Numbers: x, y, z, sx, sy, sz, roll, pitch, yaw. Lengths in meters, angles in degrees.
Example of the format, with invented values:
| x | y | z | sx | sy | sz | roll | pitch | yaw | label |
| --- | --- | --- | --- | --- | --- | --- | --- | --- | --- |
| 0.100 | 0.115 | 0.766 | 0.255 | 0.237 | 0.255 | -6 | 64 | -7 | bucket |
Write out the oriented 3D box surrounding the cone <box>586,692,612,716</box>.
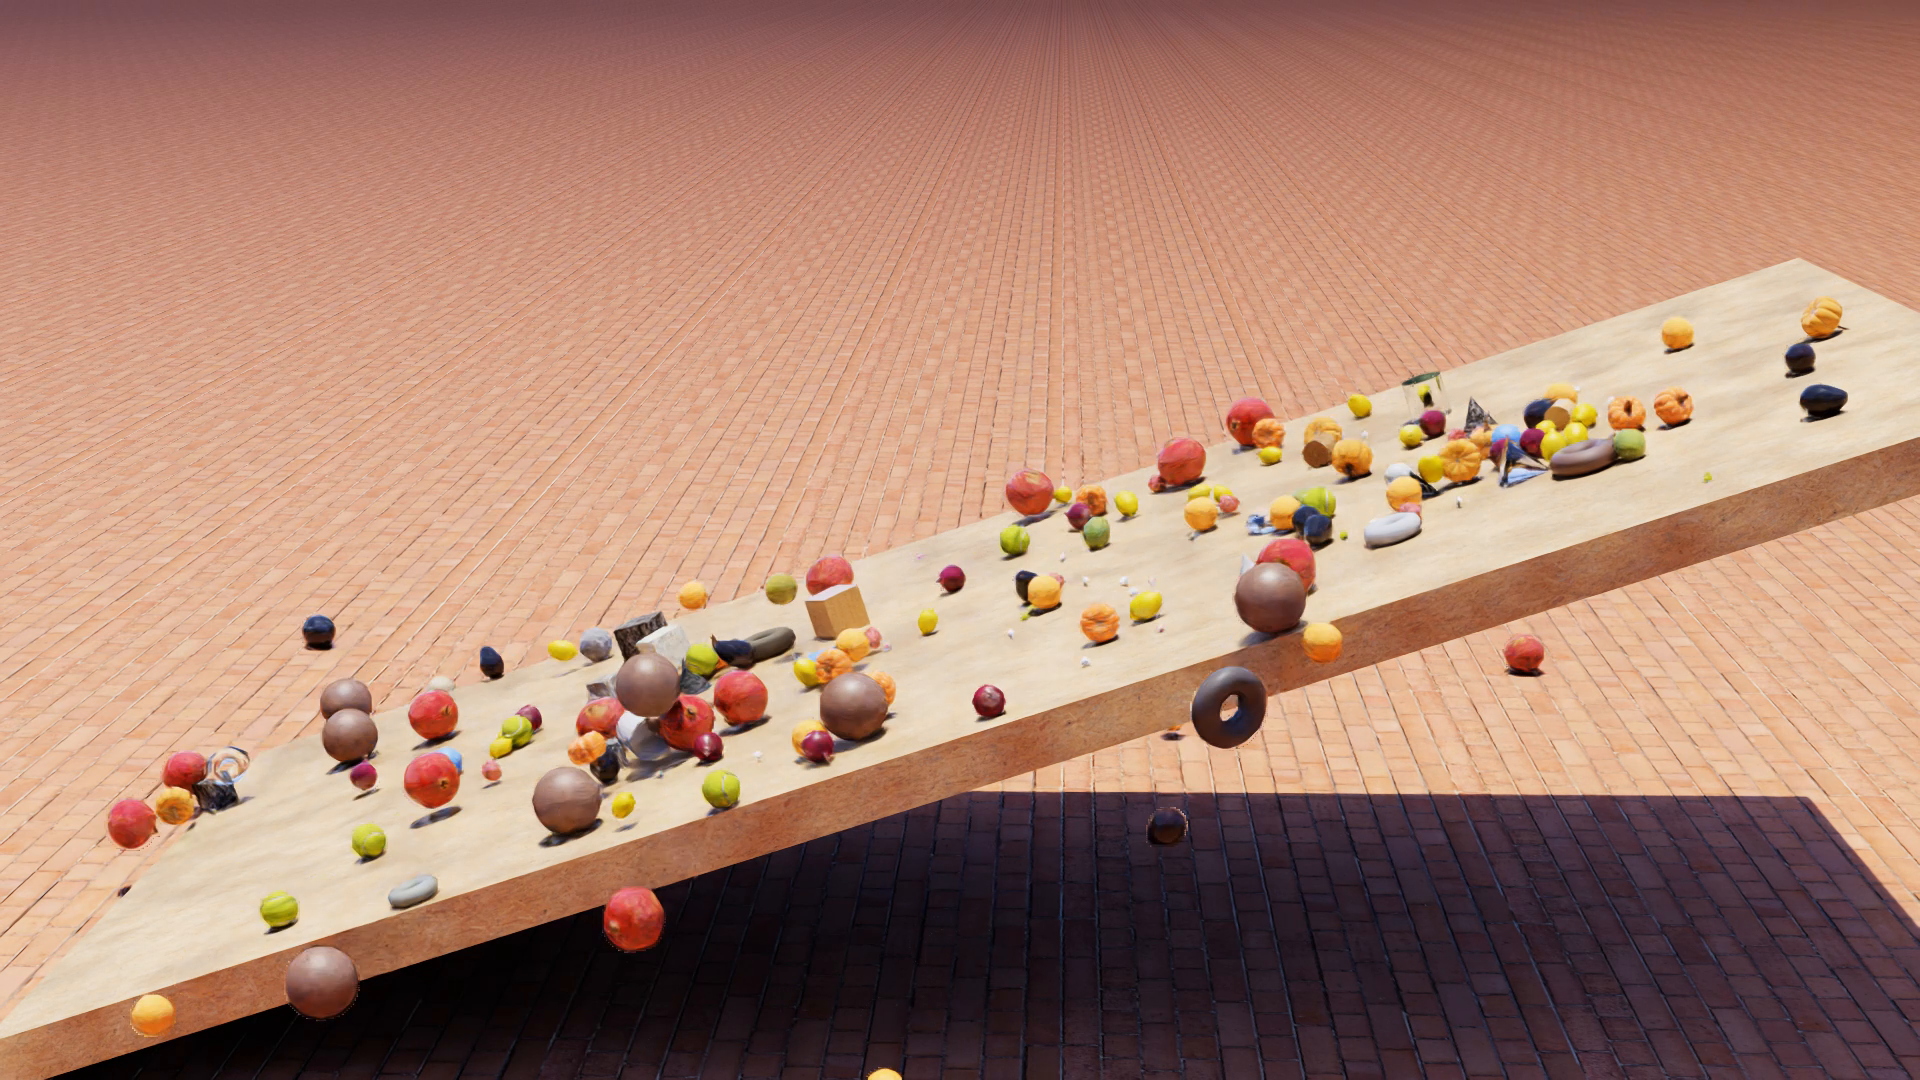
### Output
| x | y | z | sx | sy | sz | roll | pitch | yaw | label |
| --- | --- | --- | --- | --- | --- | --- | --- | --- | --- |
| -0.804 | 0.370 | 6.576 | 0.058 | 0.058 | 0.058 | 7 | 11 | -11 | cone |

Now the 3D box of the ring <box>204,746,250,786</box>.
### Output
| x | y | z | sx | sy | sz | roll | pitch | yaw | label |
| --- | --- | --- | --- | --- | --- | --- | --- | --- | --- |
| -1.721 | 0.531 | 6.906 | 0.108 | 0.108 | 0.036 | -8 | 40 | -32 | ring |

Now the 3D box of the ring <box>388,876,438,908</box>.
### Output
| x | y | z | sx | sy | sz | roll | pitch | yaw | label |
| --- | --- | --- | --- | --- | --- | --- | --- | --- | --- |
| -1.020 | 0.656 | 5.488 | 0.097 | 0.032 | 0.097 | -19 | 12 | 4 | ring |

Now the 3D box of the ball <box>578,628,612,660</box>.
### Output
| x | y | z | sx | sy | sz | roll | pitch | yaw | label |
| --- | --- | --- | --- | --- | --- | --- | --- | --- | --- |
| -0.886 | 0.253 | 7.156 | 0.081 | 0.081 | 0.081 | 0 | 12 | 0 | ball |

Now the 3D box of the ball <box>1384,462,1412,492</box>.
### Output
| x | y | z | sx | sy | sz | roll | pitch | yaw | label |
| --- | --- | --- | --- | --- | --- | --- | --- | --- | --- |
| 0.905 | -0.130 | 6.063 | 0.060 | 0.060 | 0.060 | 0 | 12 | 0 | ball |

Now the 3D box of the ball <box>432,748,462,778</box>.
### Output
| x | y | z | sx | sy | sz | roll | pitch | yaw | label |
| --- | --- | --- | --- | --- | --- | --- | --- | --- | --- |
| -1.120 | 0.486 | 6.423 | 0.066 | 0.066 | 0.066 | 0 | 12 | 0 | ball |

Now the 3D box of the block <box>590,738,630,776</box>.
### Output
| x | y | z | sx | sy | sz | roll | pitch | yaw | label |
| --- | --- | --- | --- | --- | --- | --- | --- | --- | --- |
| -0.713 | 0.440 | 5.991 | 0.054 | 0.054 | 0.054 | -22 | 11 | -15 | block |

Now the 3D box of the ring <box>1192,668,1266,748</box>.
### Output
| x | y | z | sx | sy | sz | roll | pitch | yaw | label |
| --- | --- | --- | --- | --- | --- | --- | --- | --- | --- |
| 0.469 | 0.291 | 5.117 | 0.148 | 0.148 | 0.049 | -7 | 18 | -28 | ring |

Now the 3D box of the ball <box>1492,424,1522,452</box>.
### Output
| x | y | z | sx | sy | sz | roll | pitch | yaw | label |
| --- | --- | --- | --- | --- | --- | --- | --- | --- | --- |
| 1.123 | -0.208 | 6.042 | 0.062 | 0.062 | 0.062 | 0 | 12 | 0 | ball |

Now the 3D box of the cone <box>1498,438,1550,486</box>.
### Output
| x | y | z | sx | sy | sz | roll | pitch | yaw | label |
| --- | --- | --- | --- | --- | --- | --- | --- | --- | --- |
| 1.122 | -0.146 | 5.817 | 0.096 | 0.096 | 0.096 | 9 | 13 | 4 | cone |

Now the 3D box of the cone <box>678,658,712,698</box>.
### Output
| x | y | z | sx | sy | sz | roll | pitch | yaw | label |
| --- | --- | --- | --- | --- | --- | --- | --- | --- | --- |
| -0.594 | 0.296 | 6.444 | 0.078 | 0.078 | 0.078 | -18 | 11 | 4 | cone |

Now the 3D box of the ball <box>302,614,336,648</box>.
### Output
| x | y | z | sx | sy | sz | roll | pitch | yaw | label |
| --- | --- | --- | --- | --- | --- | --- | --- | --- | --- |
| -1.946 | 0.277 | 8.925 | 0.099 | 0.099 | 0.099 | 0 | 12 | 0 | ball |

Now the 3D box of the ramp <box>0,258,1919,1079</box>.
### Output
| x | y | z | sx | sy | sz | roll | pitch | yaw | label |
| --- | --- | --- | --- | --- | --- | --- | --- | --- | --- |
| 0.105 | 0.181 | 6.307 | 4.000 | 0.100 | 2.000 | -18 | 11 | 6 | ramp |

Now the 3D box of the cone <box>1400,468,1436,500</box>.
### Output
| x | y | z | sx | sy | sz | roll | pitch | yaw | label |
| --- | --- | --- | --- | --- | --- | --- | --- | --- | --- |
| 0.937 | -0.101 | 5.939 | 0.071 | 0.071 | 0.071 | 24 | 8 | -11 | cone |

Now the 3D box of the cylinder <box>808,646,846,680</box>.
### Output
| x | y | z | sx | sy | sz | roll | pitch | yaw | label |
| --- | --- | --- | --- | --- | --- | --- | --- | --- | --- |
| -0.279 | 0.258 | 6.146 | 0.059 | 0.059 | 0.059 | -16 | 7 | 19 | cylinder |

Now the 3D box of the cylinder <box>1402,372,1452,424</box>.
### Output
| x | y | z | sx | sy | sz | roll | pitch | yaw | label |
| --- | --- | --- | --- | --- | --- | --- | --- | --- | --- |
| 1.061 | -0.323 | 6.685 | 0.092 | 0.092 | 0.092 | -18 | 11 | 4 | cylinder |

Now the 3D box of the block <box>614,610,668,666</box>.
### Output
| x | y | z | sx | sy | sz | roll | pitch | yaw | label |
| --- | --- | --- | --- | --- | --- | --- | --- | --- | --- |
| -0.750 | 0.234 | 6.988 | 0.092 | 0.092 | 0.092 | -14 | 11 | 22 | block |

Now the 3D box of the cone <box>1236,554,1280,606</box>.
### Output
| x | y | z | sx | sy | sz | roll | pitch | yaw | label |
| --- | --- | --- | --- | --- | --- | --- | --- | --- | --- |
| 0.553 | 0.067 | 5.600 | 0.089 | 0.089 | 0.089 | -18 | 11 | 4 | cone |

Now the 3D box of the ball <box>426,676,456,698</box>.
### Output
| x | y | z | sx | sy | sz | roll | pitch | yaw | label |
| --- | --- | --- | --- | --- | --- | --- | --- | --- | --- |
| -1.457 | 0.424 | 8.260 | 0.084 | 0.084 | 0.084 | 0 | 12 | 0 | ball |

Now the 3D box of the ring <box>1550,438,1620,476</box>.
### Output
| x | y | z | sx | sy | sz | roll | pitch | yaw | label |
| --- | --- | --- | --- | --- | --- | --- | --- | --- | --- |
| 1.216 | -0.161 | 5.727 | 0.137 | 0.046 | 0.137 | -17 | 10 | 3 | ring |

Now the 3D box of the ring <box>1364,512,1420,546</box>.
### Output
| x | y | z | sx | sy | sz | roll | pitch | yaw | label |
| --- | --- | --- | --- | --- | --- | --- | --- | --- | --- |
| 0.836 | -0.021 | 5.692 | 0.115 | 0.038 | 0.115 | -20 | 10 | 4 | ring |

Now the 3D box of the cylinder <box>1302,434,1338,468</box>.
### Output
| x | y | z | sx | sy | sz | roll | pitch | yaw | label |
| --- | --- | --- | --- | --- | --- | --- | --- | --- | --- |
| 0.807 | -0.200 | 6.581 | 0.062 | 0.062 | 0.062 | 6 | 22 | 27 | cylinder |

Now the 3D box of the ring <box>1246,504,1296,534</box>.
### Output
| x | y | z | sx | sy | sz | roll | pitch | yaw | label |
| --- | --- | --- | --- | --- | --- | --- | --- | --- | --- |
| 0.649 | -0.044 | 6.137 | 0.108 | 0.036 | 0.108 | -19 | 10 | 3 | ring |

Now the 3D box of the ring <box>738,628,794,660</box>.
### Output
| x | y | z | sx | sy | sz | roll | pitch | yaw | label |
| --- | --- | --- | --- | --- | --- | --- | --- | --- | --- |
| -0.433 | 0.233 | 6.579 | 0.135 | 0.045 | 0.135 | -18 | 9 | 3 | ring |

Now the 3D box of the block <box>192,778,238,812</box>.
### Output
| x | y | z | sx | sy | sz | roll | pitch | yaw | label |
| --- | --- | --- | --- | --- | --- | --- | --- | --- | --- |
| -1.765 | 0.597 | 6.970 | 0.068 | 0.068 | 0.068 | -8 | 15 | 46 | block |

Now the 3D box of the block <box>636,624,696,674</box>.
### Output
| x | y | z | sx | sy | sz | roll | pitch | yaw | label |
| --- | --- | --- | --- | --- | --- | --- | --- | --- | --- |
| -0.676 | 0.253 | 6.761 | 0.084 | 0.084 | 0.084 | -31 | 12 | -30 | block |

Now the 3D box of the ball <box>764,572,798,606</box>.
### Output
| x | y | z | sx | sy | sz | roll | pitch | yaw | label |
| --- | --- | --- | --- | --- | --- | --- | --- | --- | --- |
| -0.390 | 0.108 | 6.426 | 0.072 | 0.072 | 0.072 | 0 | 12 | 0 | ball |

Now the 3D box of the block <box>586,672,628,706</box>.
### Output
| x | y | z | sx | sy | sz | roll | pitch | yaw | label |
| --- | --- | --- | --- | --- | --- | --- | --- | --- | --- |
| -0.795 | 0.339 | 6.629 | 0.058 | 0.058 | 0.058 | -11 | 13 | 36 | block |

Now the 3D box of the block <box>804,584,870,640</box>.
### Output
| x | y | z | sx | sy | sz | roll | pitch | yaw | label |
| --- | --- | --- | --- | --- | --- | --- | --- | --- | --- |
| -0.273 | 0.159 | 6.546 | 0.092 | 0.092 | 0.092 | -25 | 12 | -29 | block |

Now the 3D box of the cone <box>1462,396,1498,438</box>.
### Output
| x | y | z | sx | sy | sz | roll | pitch | yaw | label |
| --- | --- | --- | --- | --- | --- | --- | --- | --- | --- |
| 1.115 | -0.272 | 6.357 | 0.083 | 0.083 | 0.083 | -18 | 11 | 4 | cone |
